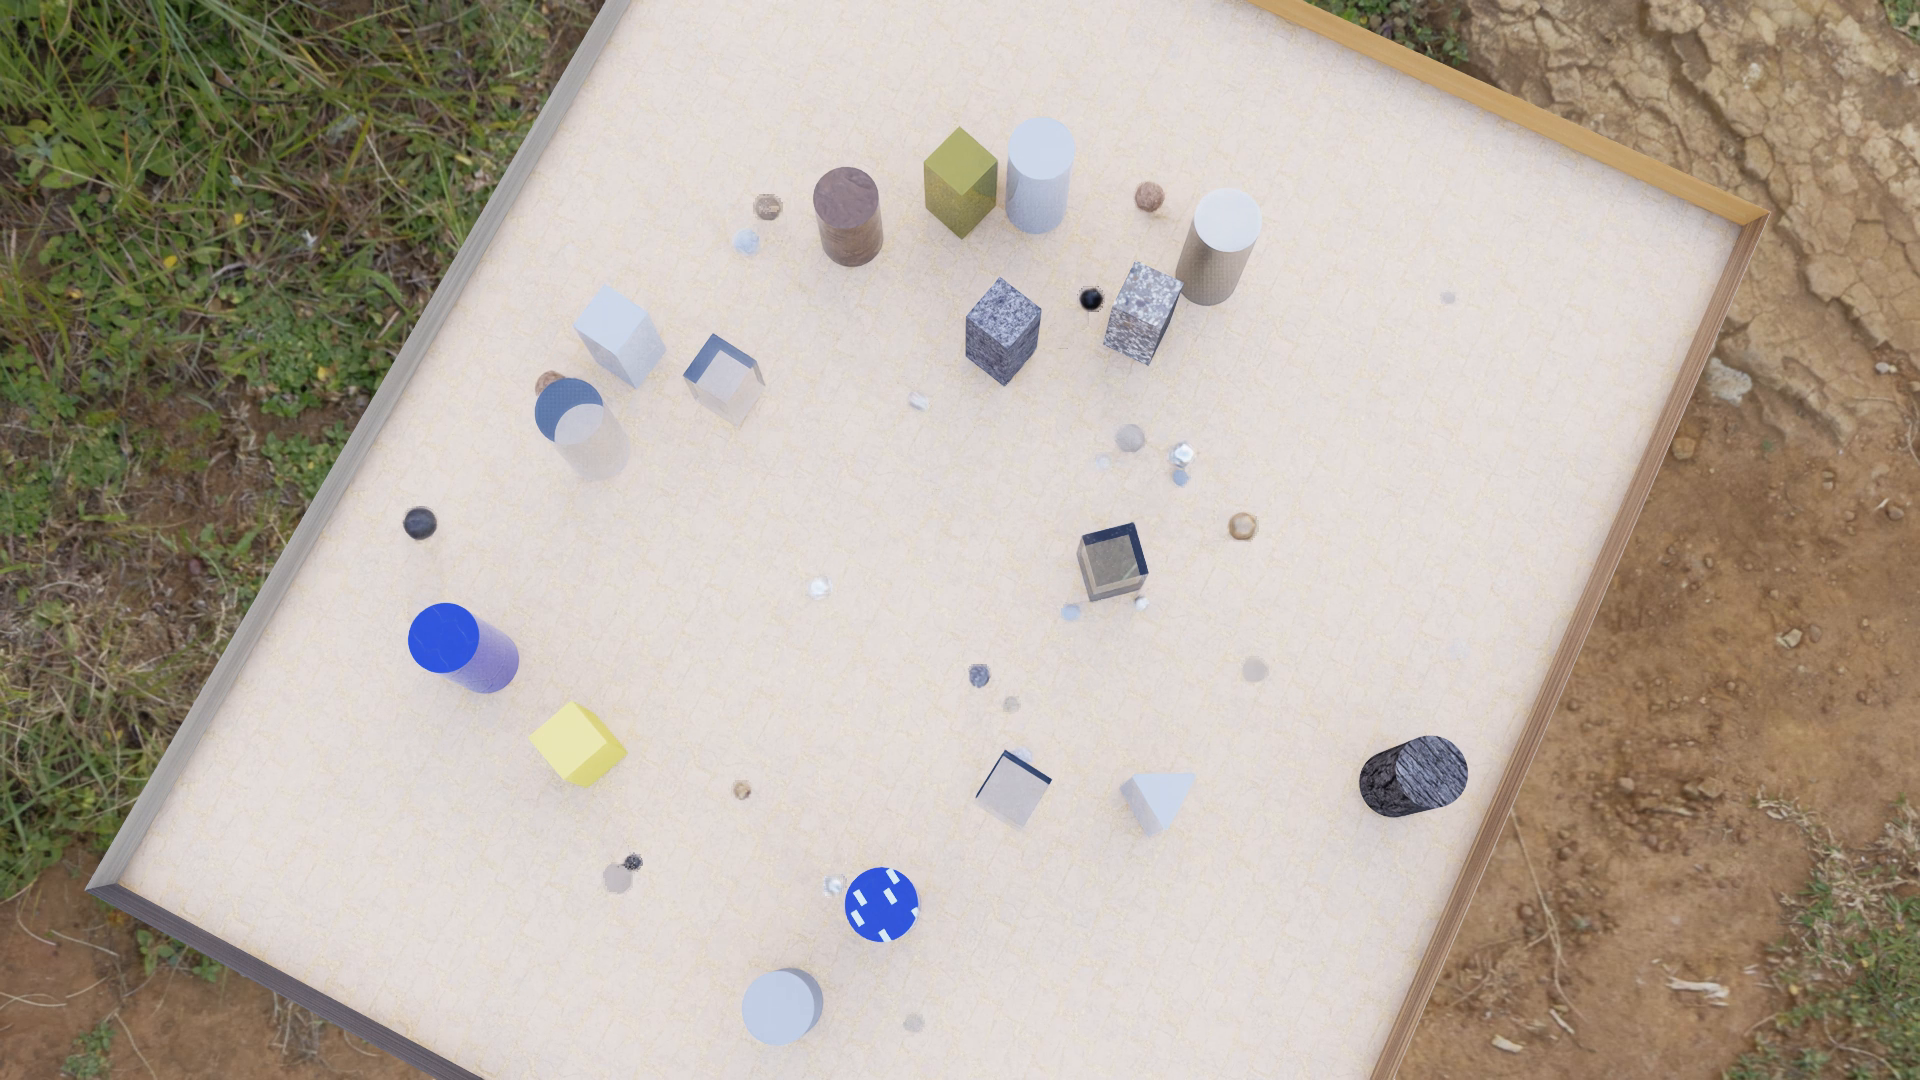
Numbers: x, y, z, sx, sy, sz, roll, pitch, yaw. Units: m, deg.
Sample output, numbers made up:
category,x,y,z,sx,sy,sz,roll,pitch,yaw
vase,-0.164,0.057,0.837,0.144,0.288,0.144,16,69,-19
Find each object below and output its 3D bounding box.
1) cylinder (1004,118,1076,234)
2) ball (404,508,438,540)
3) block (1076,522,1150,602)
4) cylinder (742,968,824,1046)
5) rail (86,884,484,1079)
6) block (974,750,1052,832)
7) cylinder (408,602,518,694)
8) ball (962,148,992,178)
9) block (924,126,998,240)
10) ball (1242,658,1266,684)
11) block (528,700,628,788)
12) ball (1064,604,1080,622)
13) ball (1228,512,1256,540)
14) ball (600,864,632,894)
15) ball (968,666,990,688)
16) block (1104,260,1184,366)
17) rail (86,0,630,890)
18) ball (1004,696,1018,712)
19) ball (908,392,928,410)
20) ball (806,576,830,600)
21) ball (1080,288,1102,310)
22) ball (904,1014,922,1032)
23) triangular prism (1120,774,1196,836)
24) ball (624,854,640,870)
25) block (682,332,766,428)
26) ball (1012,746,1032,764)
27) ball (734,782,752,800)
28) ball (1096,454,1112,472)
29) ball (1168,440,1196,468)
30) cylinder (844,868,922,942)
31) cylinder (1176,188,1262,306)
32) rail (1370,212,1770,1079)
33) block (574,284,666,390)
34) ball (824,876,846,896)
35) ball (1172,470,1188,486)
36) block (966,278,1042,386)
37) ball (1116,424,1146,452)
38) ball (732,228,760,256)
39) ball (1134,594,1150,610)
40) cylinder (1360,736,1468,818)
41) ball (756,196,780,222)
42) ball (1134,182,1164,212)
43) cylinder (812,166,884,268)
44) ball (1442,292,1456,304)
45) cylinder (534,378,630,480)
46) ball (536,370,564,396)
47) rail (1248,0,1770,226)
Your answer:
category,x,y,z,sx,sy,sz,roll,pitch,yaw
cylinder,0.242,-1.112,5.624,0.198,0.437,0.198,0,78,0
ball,-1.642,-0.049,5.577,0.098,0.098,0.098,0,78,0
block,0.452,0.069,5.464,0.159,0.270,0.159,-14,79,-3
cylinder,-0.497,1.312,5.169,0.198,0.345,0.198,0,78,0
rail,-0.908,1.785,5.180,3.585,0.129,0.045,26,80,5
block,0.151,0.730,5.305,0.159,0.315,0.159,32,80,6
cylinder,-1.432,0.319,5.311,0.198,0.469,0.198,0,78,0
ball,0.052,-1.196,5.815,0.096,0.096,0.096,0,78,0
block,0.002,-1.098,5.660,0.159,0.361,0.159,43,81,8
ball,0.883,0.393,5.498,0.073,0.073,0.073,0,78,0
block,-1.104,0.597,5.319,0.159,0.340,0.159,-41,81,-8
ball,0.339,0.220,5.545,0.052,0.052,0.052,0,78,0
ball,0.859,-0.042,5.581,0.087,0.087,0.087,0,78,0
ball,-1.006,0.992,5.365,0.091,0.091,0.091,0,78,0
ball,0.058,0.409,5.498,0.066,0.066,0.066,0,78,0
block,0.554,-0.685,5.570,0.159,0.369,0.159,26,79,5
rail,-1.582,-0.768,5.709,0.045,0.129,4.109,26,80,5
ball,0.153,0.492,5.492,0.044,0.044,0.044,0,78,0
ball,-0.131,-0.431,5.676,0.059,0.059,0.059,0,78,0
ball,-0.428,0.146,5.550,0.071,0.071,0.071,0,78,0
ball,0.411,-0.754,5.736,0.072,0.072,0.072,0,78,0
ball,-0.136,1.398,5.300,0.053,0.053,0.053,0,78,0
triangular prism,0.583,0.726,5.241,0.149,0.442,0.172,-30,80,-6
ball,-0.964,0.949,5.397,0.045,0.045,0.045,0,78,0
block,-0.714,-0.483,5.577,0.159,0.274,0.159,33,80,6
ball,0.184,0.645,5.450,0.065,0.065,0.065,0,78,0
ball,-0.646,0.744,5.436,0.053,0.053,0.053,0,78,0
ball,0.442,-0.237,5.640,0.051,0.051,0.051,0,78,0
ball,0.683,-0.263,5.625,0.084,0.084,0.084,0,78,0
cylinder,-0.211,1.029,5.162,0.198,0.474,0.198,0,78,0
cylinder,0.779,-0.882,5.555,0.198,0.477,0.198,0,78,0
rail,1.582,0.781,5.388,0.045,0.129,4.109,26,80,5
block,-1.028,-0.612,5.559,0.159,0.361,0.159,34,80,7
ball,-0.367,1.014,5.375,0.061,0.061,0.061,0,78,0
ball,0.677,-0.192,5.631,0.050,0.050,0.050,0,78,0
block,0.128,-0.625,5.548,0.159,0.387,0.159,39,81,7
ball,0.523,-0.314,5.635,0.091,0.091,0.091,0,78,0
ball,-0.676,-0.938,5.767,0.086,0.086,0.086,0,78,0
ball,0.552,0.190,5.552,0.050,0.050,0.050,0,78,0
cylinder,1.289,0.680,5.235,0.198,0.471,0.198,0,78,0
ball,-0.607,-1.049,5.793,0.079,0.079,0.079,0,78,0
ball,0.600,-1.085,5.794,0.093,0.093,0.093,0,78,0
cylinder,-0.342,-0.993,5.655,0.198,0.328,0.198,0,78,0
ball,1.534,-0.760,5.753,0.041,0.041,0.041,0,78,0
cylinder,-1.119,-0.324,5.459,0.198,0.440,0.198,0,78,0
ball,-1.262,-0.473,5.664,0.099,0.099,0.099,0,78,0
rail,0.908,-1.772,5.917,3.585,0.129,0.045,26,80,5
